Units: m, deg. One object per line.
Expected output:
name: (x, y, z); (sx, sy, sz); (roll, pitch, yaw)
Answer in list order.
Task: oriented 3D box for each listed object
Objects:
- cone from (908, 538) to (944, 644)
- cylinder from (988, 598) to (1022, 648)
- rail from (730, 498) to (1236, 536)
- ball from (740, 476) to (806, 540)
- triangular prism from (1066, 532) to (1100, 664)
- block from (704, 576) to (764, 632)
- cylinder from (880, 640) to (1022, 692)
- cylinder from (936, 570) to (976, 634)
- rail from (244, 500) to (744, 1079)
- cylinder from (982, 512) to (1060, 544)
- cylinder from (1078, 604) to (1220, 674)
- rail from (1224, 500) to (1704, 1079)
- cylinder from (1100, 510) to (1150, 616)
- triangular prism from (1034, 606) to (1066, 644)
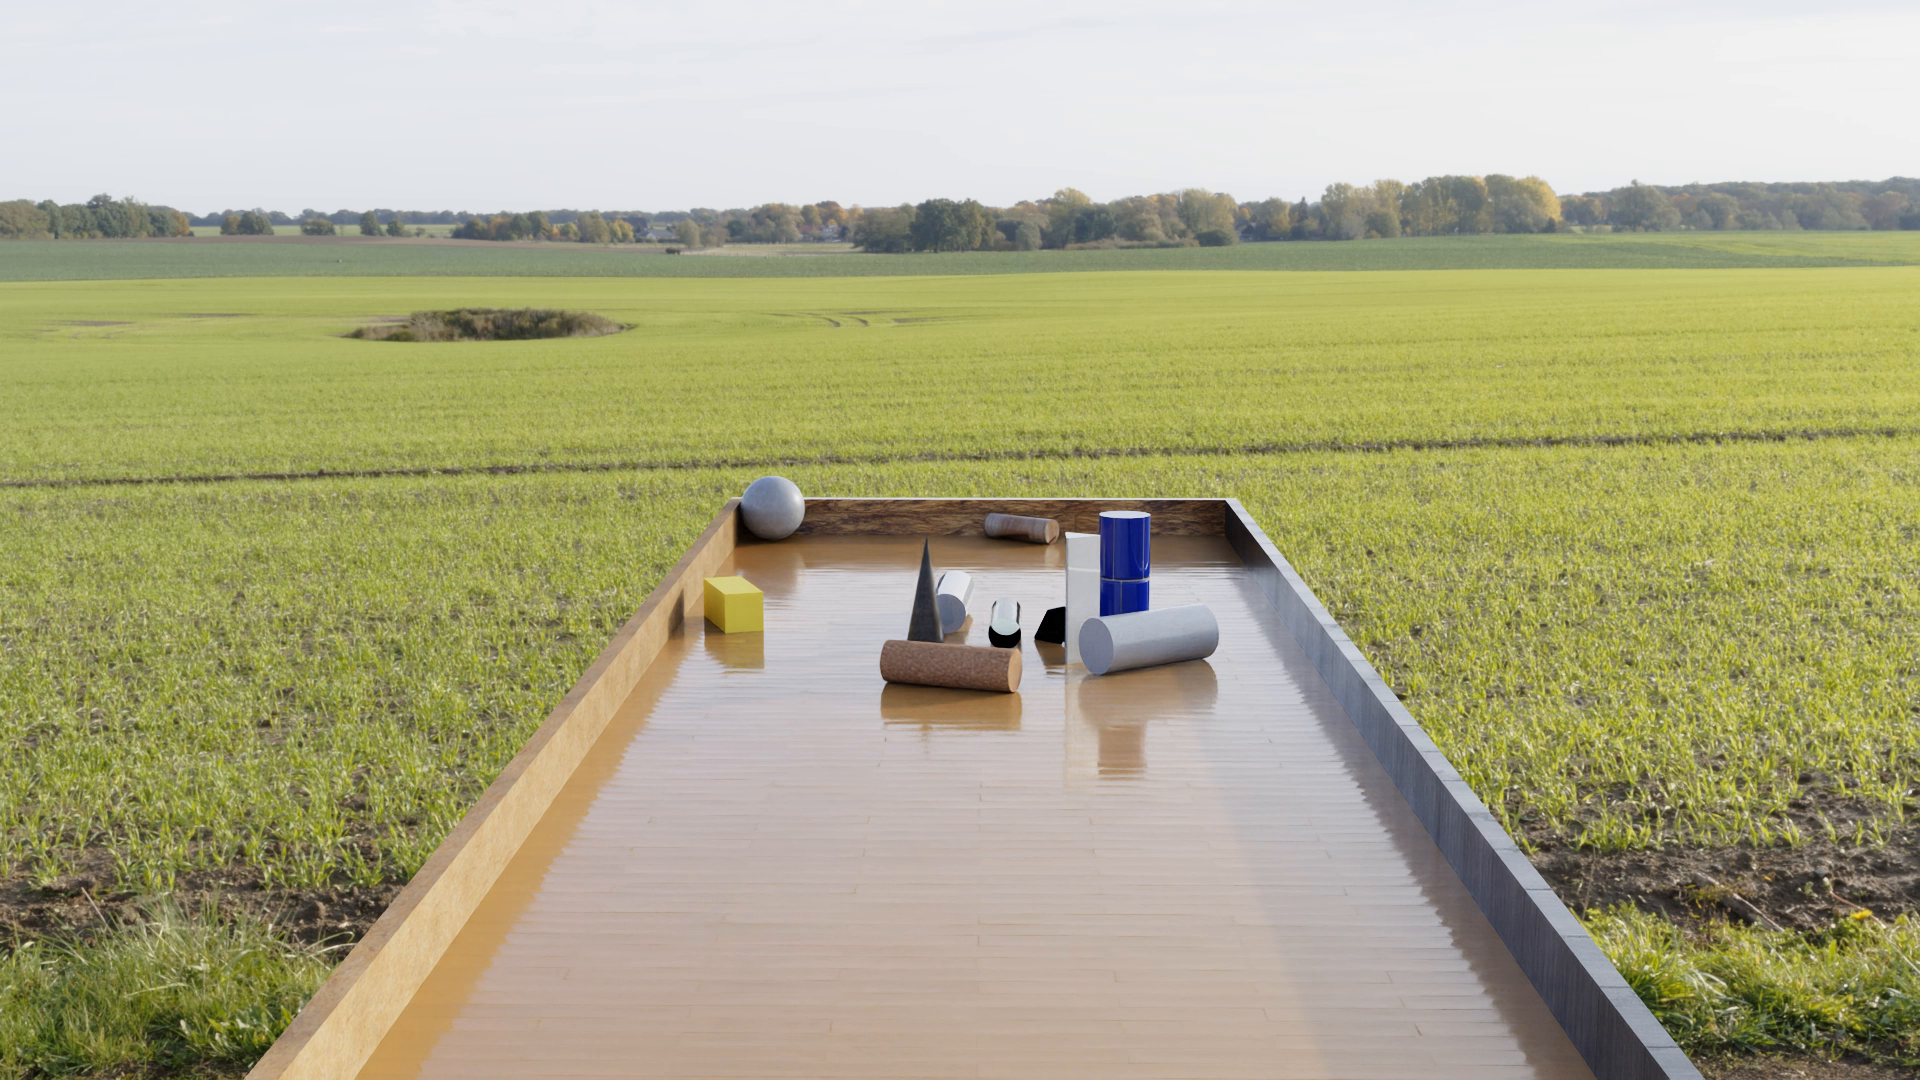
cone: (-0.107, 0.156, 6.891); (0.122, 0.352, 0.122); (1, 9, 0)
cylinder: (0.145, 0.265, 7.009); (0.103, 0.103, 0.349); (0, 9, 2)
rail: (0.099, -0.098, 9.147); (2.100, 0.150, 0.050); (0, 9, 1)
ball: (-0.766, -0.131, 8.994); (0.264, 0.264, 0.264); (0, 9, 0)
triangular prism: (0.348, 0.173, 6.685); (0.117, 0.385, 0.102); (-5, 10, -28)
block: (-0.750, 0.211, 7.270); (0.127, 0.127, 0.318); (-3, 10, -19)
cylinder: (-0.026, 0.361, 6.333); (0.393, 0.123, 0.123); (3, 10, 21)
cylinder: (-0.030, 0.203, 7.306); (0.132, 0.132, 0.440); (1, 9, 4)
rail: (-1.004, 0.839, 3.234); (0.050, 0.150, 12.000); (0, 9, 1)
cylinder: (0.249, -0.048, 8.991); (0.314, 0.100, 0.100); (7, 11, 38)
cylinder: (0.569, 0.296, 6.606); (0.405, 0.169, 0.169); (-6, 11, -34)
rail: (1.046, 0.843, 3.208); (0.050, 0.150, 12.000); (0, 9, 1)
cylinder: (0.517, 0.123, 6.925); (0.160, 0.410, 0.160); (0, 9, 0)
triangular prism: (0.434, 0.243, 7.128); (0.118, 0.102, 0.457); (8, 12, 42)
